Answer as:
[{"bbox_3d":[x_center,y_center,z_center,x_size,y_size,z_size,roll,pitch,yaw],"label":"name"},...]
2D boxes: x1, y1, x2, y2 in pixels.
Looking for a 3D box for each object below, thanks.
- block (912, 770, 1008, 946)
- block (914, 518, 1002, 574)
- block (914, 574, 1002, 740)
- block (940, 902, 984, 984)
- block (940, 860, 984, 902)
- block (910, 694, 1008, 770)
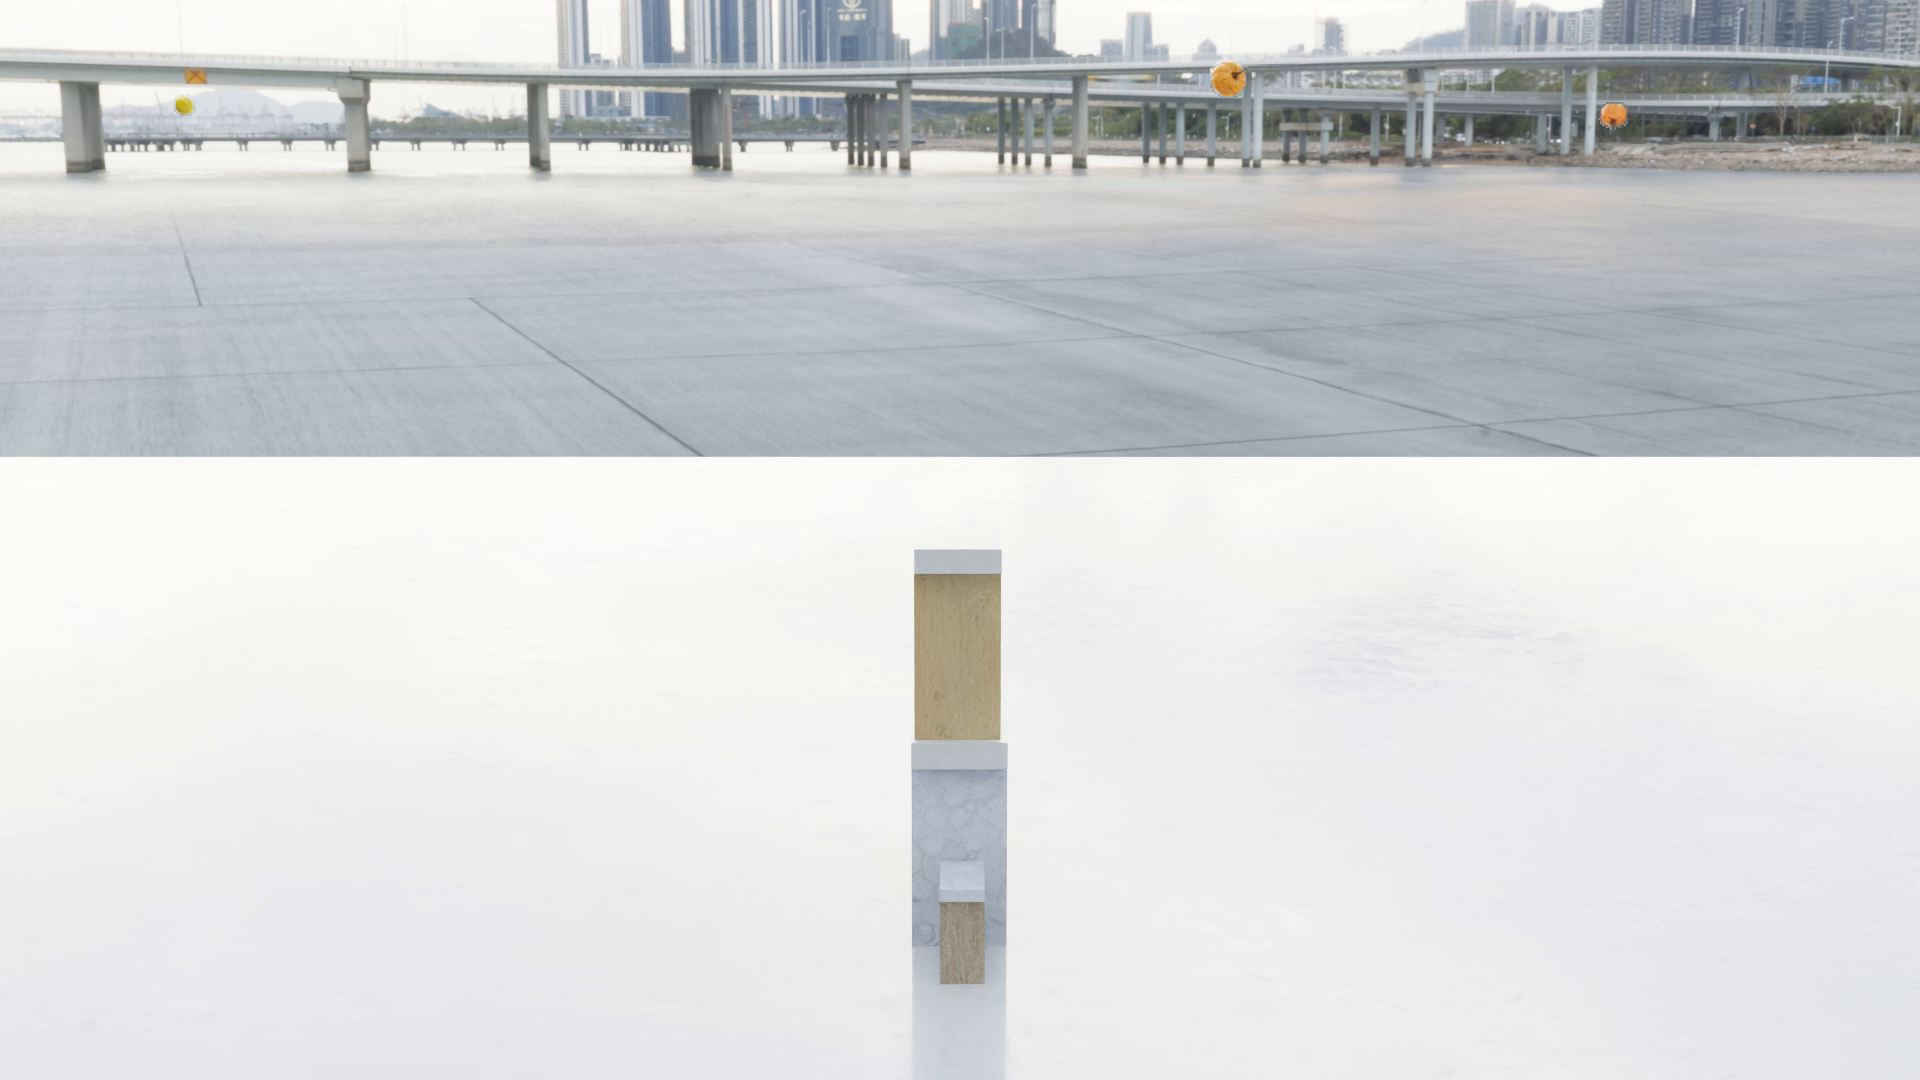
[{"bbox_3d":[-0.001,0.485,3.424,0.148,0.295,0.042,0,11,0],"label":"block"},{"bbox_3d":[-0.003,0.008,3.411,0.132,0.037,0.264,0,11,0],"label":"block"},{"bbox_3d":[-0.004,0.172,3.352,0.132,0.264,0.037,0,11,0],"label":"block"},{"bbox_3d":[0.003,0.595,3.276,0.067,0.133,0.019,0,11,0],"label":"block"},{"bbox_3d":[0.003,0.512,3.306,0.067,0.019,0.133,0,11,0],"label":"block"},{"bbox_3d":[-0.001,0.302,3.490,0.148,0.042,0.295,0,11,0],"label":"block"}]
